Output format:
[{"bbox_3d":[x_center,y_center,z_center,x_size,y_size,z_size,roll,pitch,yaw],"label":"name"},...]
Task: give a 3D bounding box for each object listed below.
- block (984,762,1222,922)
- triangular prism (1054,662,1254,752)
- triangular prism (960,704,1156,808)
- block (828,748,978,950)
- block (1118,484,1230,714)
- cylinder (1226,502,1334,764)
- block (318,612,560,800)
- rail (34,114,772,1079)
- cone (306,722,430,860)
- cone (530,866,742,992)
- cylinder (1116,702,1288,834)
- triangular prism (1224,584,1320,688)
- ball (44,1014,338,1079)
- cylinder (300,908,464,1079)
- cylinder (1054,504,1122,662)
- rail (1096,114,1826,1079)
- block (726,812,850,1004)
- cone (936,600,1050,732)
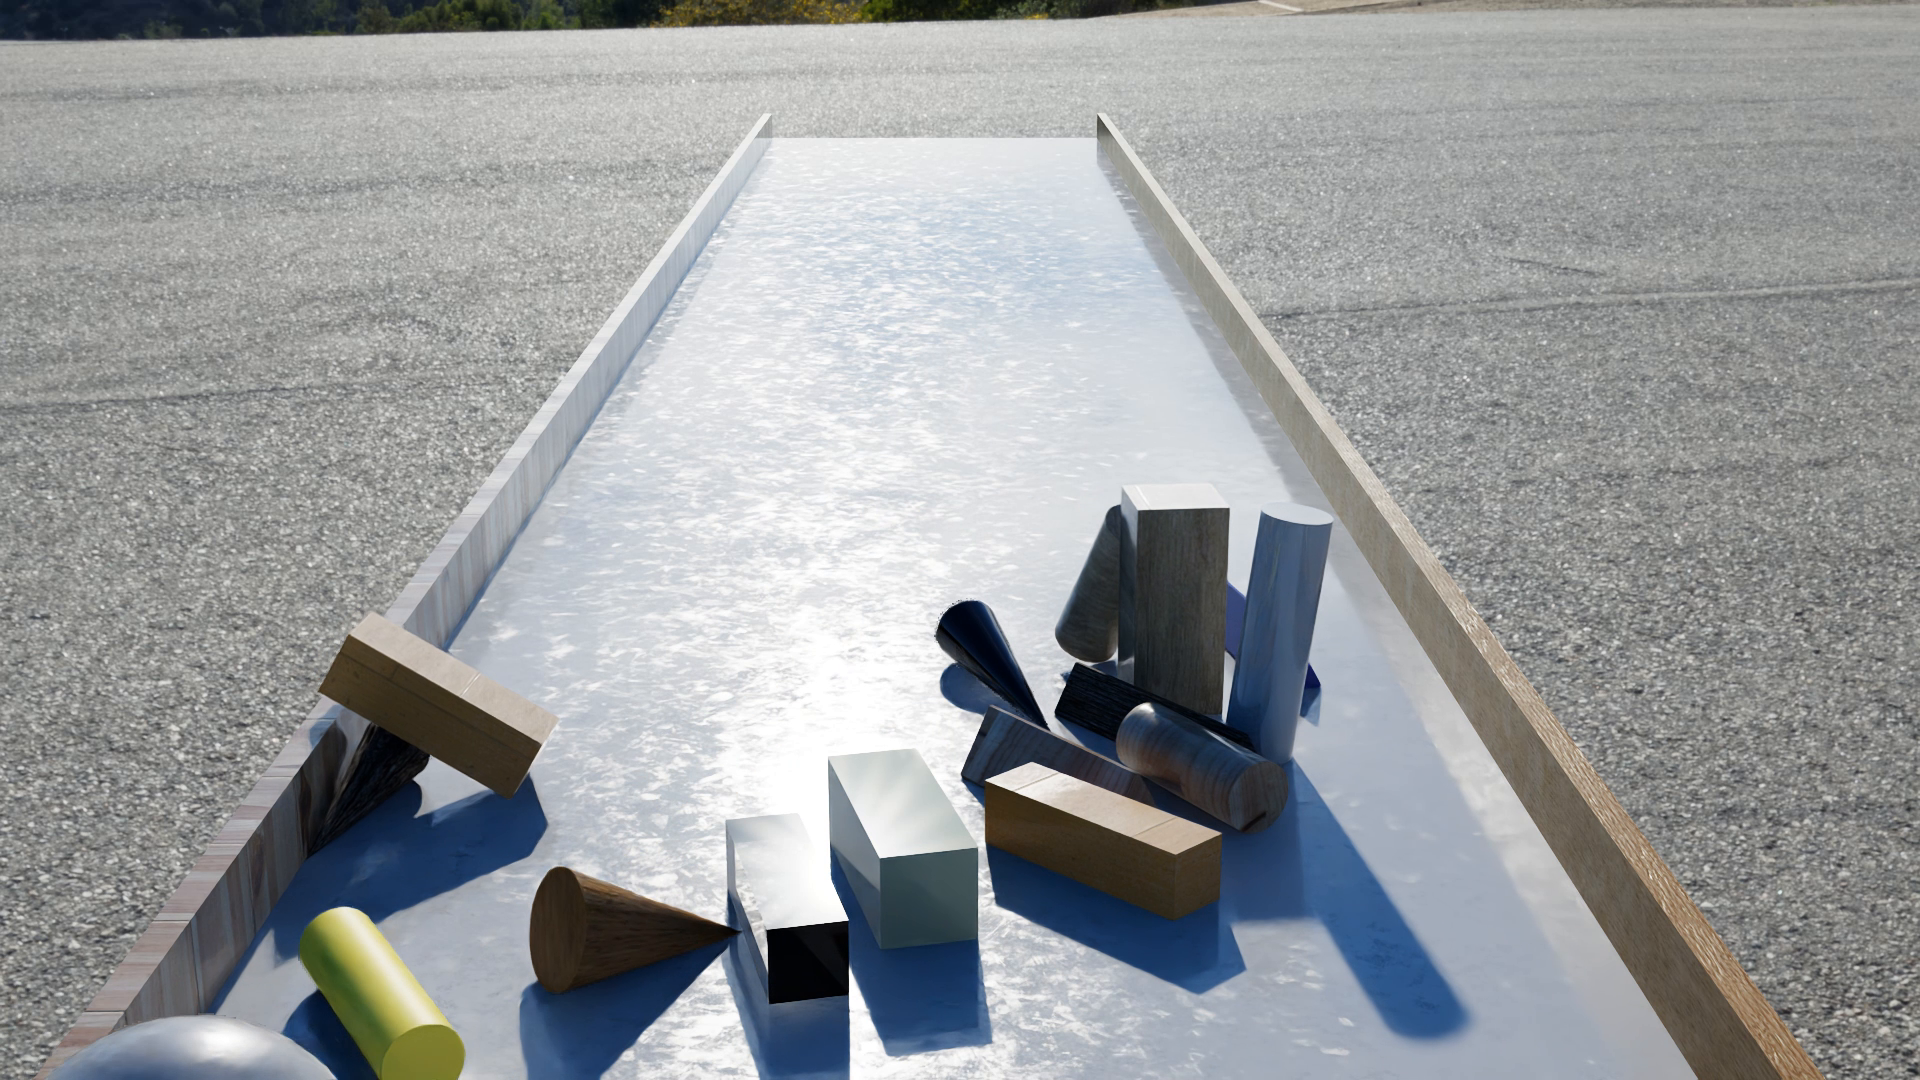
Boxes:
[{"bbox_3d":[0.219,0.469,3.458,0.109,0.109,0.399,-16,23,-42],"label":"block"},{"bbox_3d":[0.355,0.324,3.966,0.106,0.092,0.457,-12,21,-35],"label":"triangular prism"},{"bbox_3d":[0.170,0.387,3.709,0.135,0.117,0.385,-13,21,-35],"label":"triangular prism"},{"bbox_3d":[-0.093,0.468,3.393,0.147,0.147,0.399,-4,17,-14],"label":"block"},{"bbox_3d":[0.399,0.112,4.142,0.171,0.403,0.171,-2,17,-6],"label":"block"},{"bbox_3d":[0.557,0.166,3.869,0.126,0.445,0.126,6,17,-2],"label":"cylinder"},{"bbox_3d":[-0.888,0.283,3.763,0.371,0.121,0.121,30,16,-5],"label":"block"},{"bbox_3d":[-1.118,-0.838,7.780,0.050,0.150,12.000,0,17,-1],"label":"rail"},{"bbox_3d":[-1.010,0.435,3.659,0.122,0.122,0.348,3,27,11],"label":"cone"},{"bbox_3d":[-0.445,0.565,3.180,0.304,0.176,0.176,8,9,-36],"label":"cone"},{"bbox_3d":[0.406,0.382,3.722,0.125,0.125,0.318,-10,19,-30],"label":"cylinder"},{"bbox_3d":[0.600,0.183,4.441,0.106,0.092,0.428,-3,17,-12],"label":"triangular prism"},{"bbox_3d":[-0.795,0.684,2.249,0.387,0.387,0.387,0,17,0],"label":"ball"},{"bbox_3d":[-0.782,0.618,2.956,0.109,0.109,0.387,-10,19,-30],"label":"cylinder"},{"bbox_3d":[0.298,0.088,4.343,0.131,0.310,0.131,13,39,-11],"label":"cylinder"},{"bbox_3d":[0.932,-0.844,7.801,0.050,0.150,12.000,0,17,-1],"label":"rail"},{"bbox_3d":[-0.258,0.534,3.231,0.115,0.115,0.383,-4,17,-14],"label":"block"},{"bbox_3d":[0.093,0.270,4.204,0.130,0.130,0.454,-6,26,-20],"label":"cone"}]
